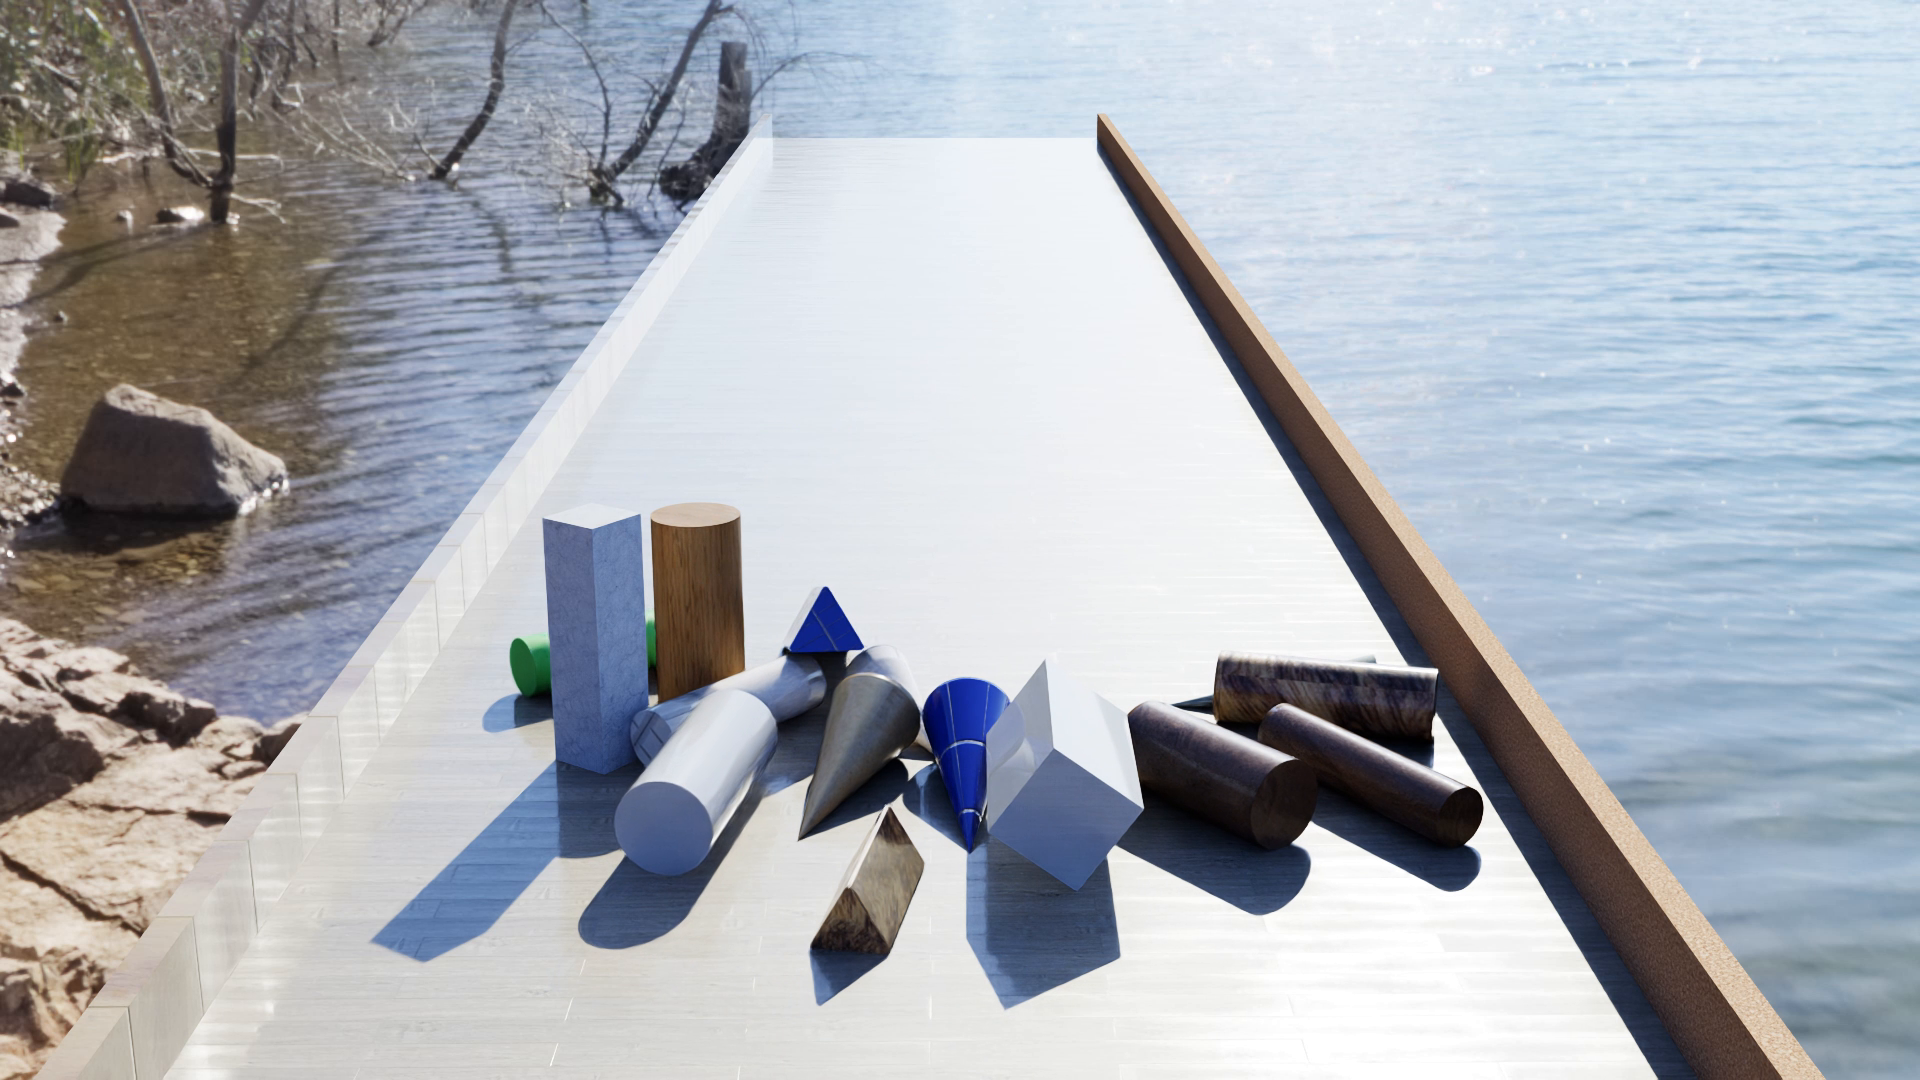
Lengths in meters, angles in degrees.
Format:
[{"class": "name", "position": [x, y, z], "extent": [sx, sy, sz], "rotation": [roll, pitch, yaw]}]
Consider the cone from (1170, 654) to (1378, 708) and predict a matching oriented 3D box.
[{"class": "cone", "position": [0.583, 0.291, 4.154], "extent": [0.408, 0.107, 0.107], "rotation": [-7, 16, 3]}]

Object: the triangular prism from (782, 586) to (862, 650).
[{"class": "triangular prism", "position": [-0.271, 0.149, 4.277], "extent": [0.136, 0.117, 0.446], "rotation": [-1, -1, -6]}]

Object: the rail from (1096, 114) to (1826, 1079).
[{"class": "rail", "position": [0.932, -0.844, 7.801], "extent": [0.050, 0.150, 12.000], "rotation": [0, 17, -1]}]

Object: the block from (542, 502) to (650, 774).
[{"class": "block", "position": [-0.636, 0.172, 3.863], "extent": [0.119, 0.447, 0.119], "rotation": [11, 20, 34]}]

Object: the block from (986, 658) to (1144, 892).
[{"class": "block", "position": [0.163, 0.372, 3.558], "extent": [0.171, 0.171, 0.404], "rotation": [35, 14, -9]}]

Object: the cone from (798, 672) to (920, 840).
[{"class": "cone", "position": [-0.207, 0.399, 3.740], "extent": [0.168, 0.168, 0.394], "rotation": [5, 29, 17]}]

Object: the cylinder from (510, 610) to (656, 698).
[{"class": "cylinder", "position": [-0.656, 0.206, 4.332], "extent": [0.446, 0.115, 0.115], "rotation": [-12, 20, -35]}]

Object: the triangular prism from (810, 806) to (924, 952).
[{"class": "triangular prism", "position": [-0.138, 0.507, 3.334], "extent": [0.116, 0.101, 0.301], "rotation": [2, 17, 9]}]

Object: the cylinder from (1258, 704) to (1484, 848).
[{"class": "cylinder", "position": [0.687, 0.393, 3.722], "extent": [0.104, 0.104, 0.446], "rotation": [-10, 19, -31]}]

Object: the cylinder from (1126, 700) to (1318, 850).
[{"class": "cylinder", "position": [0.421, 0.387, 3.660], "extent": [0.152, 0.152, 0.335], "rotation": [-12, 20, -35]}]

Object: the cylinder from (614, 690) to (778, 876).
[{"class": "cylinder", "position": [-0.428, 0.393, 3.626], "extent": [0.160, 0.160, 0.412], "rotation": [3, 17, 9]}]

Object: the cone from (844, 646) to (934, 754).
[{"class": "cone", "position": [-0.091, 0.326, 4.016], "extent": [0.132, 0.132, 0.316], "rotation": [-8, 30, -25]}]

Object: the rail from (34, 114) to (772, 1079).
[{"class": "rail", "position": [-1.118, -0.838, 7.780], "extent": [0.050, 0.150, 12.000], "rotation": [0, 17, -1]}]

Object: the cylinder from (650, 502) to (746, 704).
[{"class": "cylinder", "position": [-0.488, 0.134, 4.111], "extent": [0.166, 0.379, 0.166], "rotation": [0, 17, 0]}]

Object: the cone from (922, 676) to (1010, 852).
[{"class": "cone", "position": [0.015, 0.408, 3.713], "extent": [0.163, 0.163, 0.415], "rotation": [0, 28, 0]}]

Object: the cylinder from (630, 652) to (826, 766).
[{"class": "cylinder", "position": [-0.415, 0.308, 3.993], "extent": [0.114, 0.114, 0.391], "rotation": [13, 21, 37]}]

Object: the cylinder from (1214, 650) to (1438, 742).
[{"class": "cylinder", "position": [0.671, 0.285, 4.035], "extent": [0.394, 0.134, 0.134], "rotation": [4, 17, 15]}]
